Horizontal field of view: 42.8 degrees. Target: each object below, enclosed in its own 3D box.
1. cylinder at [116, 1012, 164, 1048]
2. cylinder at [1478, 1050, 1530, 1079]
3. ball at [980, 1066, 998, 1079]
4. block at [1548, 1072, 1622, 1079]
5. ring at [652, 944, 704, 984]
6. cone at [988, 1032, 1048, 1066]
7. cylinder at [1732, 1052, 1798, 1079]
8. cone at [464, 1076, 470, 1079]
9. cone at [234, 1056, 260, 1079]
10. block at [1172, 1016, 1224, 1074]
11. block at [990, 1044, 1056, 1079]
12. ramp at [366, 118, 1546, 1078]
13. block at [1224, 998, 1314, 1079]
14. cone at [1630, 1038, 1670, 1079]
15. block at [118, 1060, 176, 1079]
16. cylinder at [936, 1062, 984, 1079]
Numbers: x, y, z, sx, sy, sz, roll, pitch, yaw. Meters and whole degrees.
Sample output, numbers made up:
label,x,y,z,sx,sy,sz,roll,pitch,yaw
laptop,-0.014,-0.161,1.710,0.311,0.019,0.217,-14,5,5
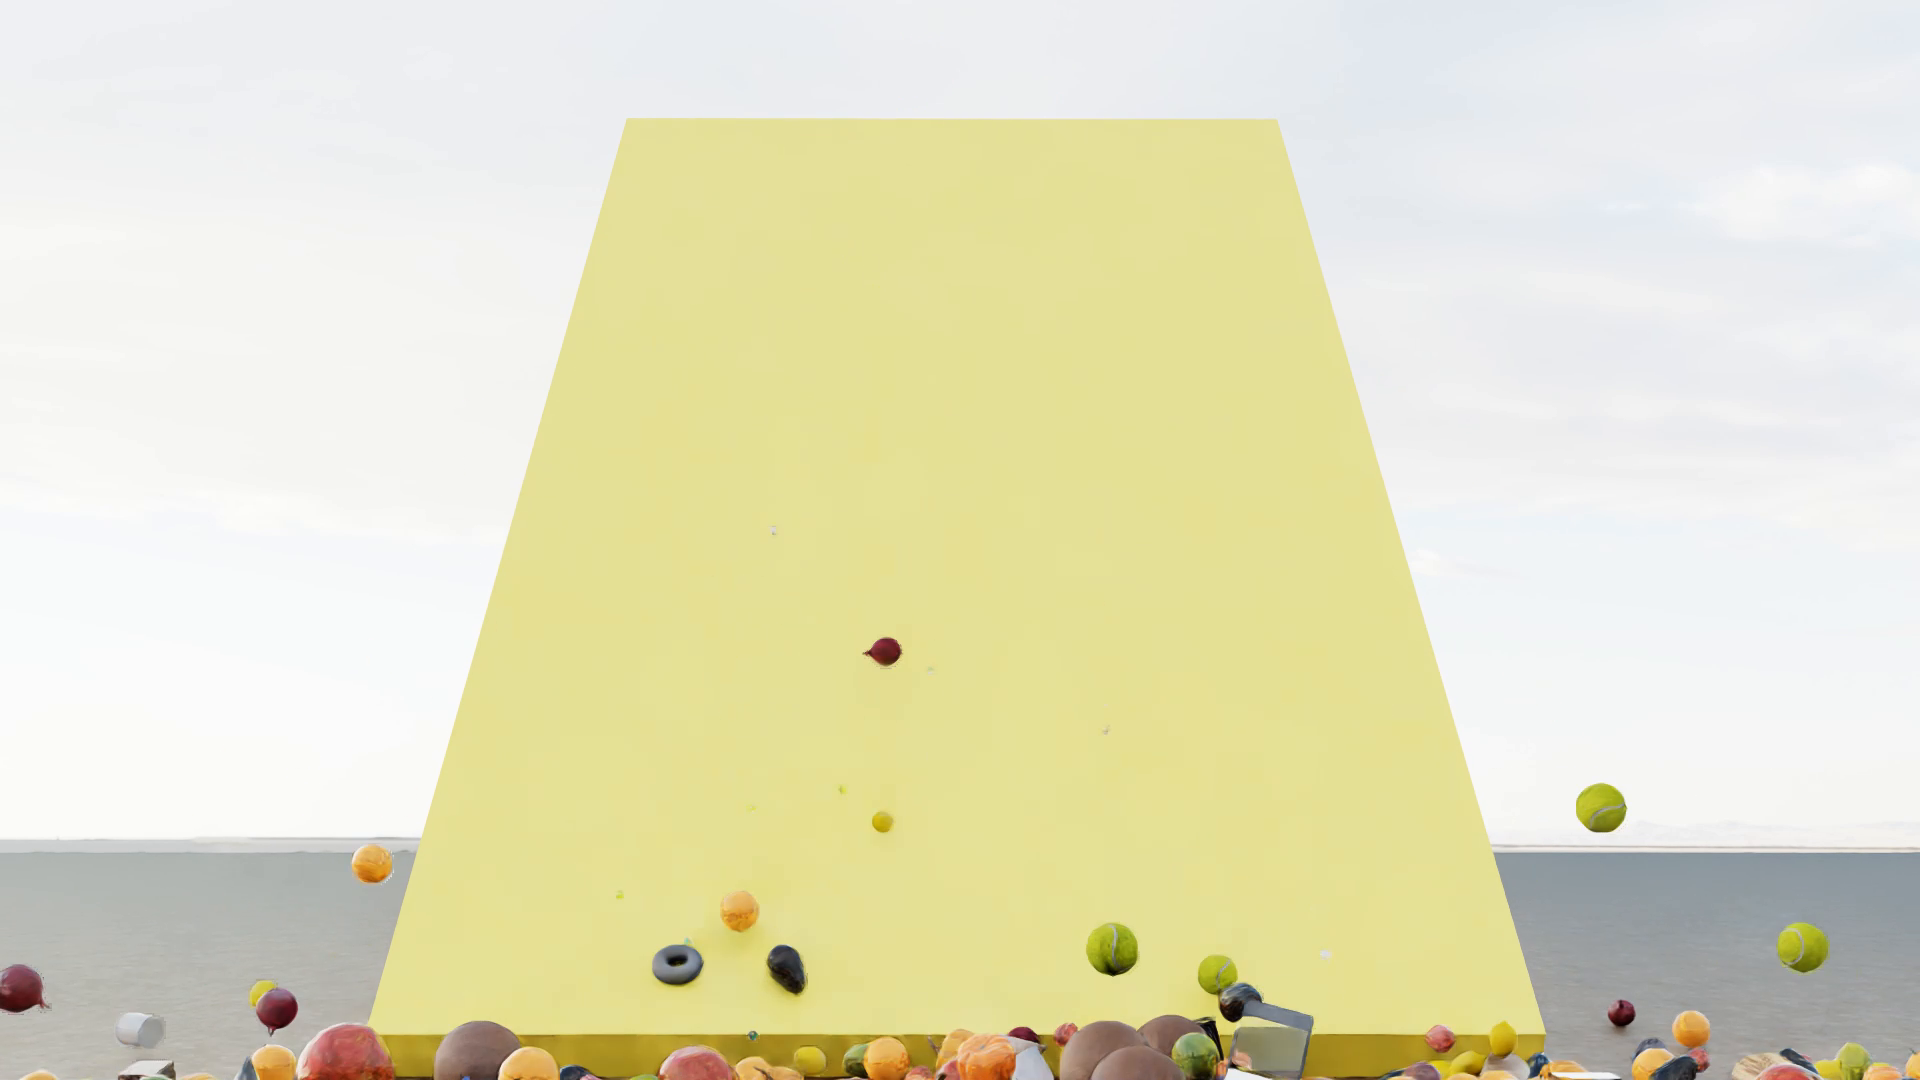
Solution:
label,x,y,z,sx,sy,sz,roll,pitch,yaw
cylinder,-1.596,0.954,4.767,0.063,0.063,0.063,-2,-7,31
cylinder,0.806,0.806,3.645,0.065,0.065,0.065,10,31,-6
ball,0.052,0.834,3.741,0.060,0.060,0.060,0,-7,0
block,0.856,0.774,3.352,0.082,0.082,0.082,0,-7,3
ring,-0.493,0.740,4.270,0.091,0.030,0.091,0,31,0
cone,0.104,0.815,3.892,0.087,0.087,0.087,-20,-15,23
cylinder,1.082,0.747,3.282,0.083,0.083,0.083,-12,31,7
cone,-0.675,0.785,3.341,0.077,0.077,0.077,-42,0,0
cone,-1.054,0.805,3.622,0.087,0.087,0.087,0,-7,0
block,0.382,0.809,3.932,0.071,0.071,0.071,-13,-6,4
block,0.093,0.792,3.619,0.058,0.058,0.058,-22,-17,-34
ramp,-0.015,-0.187,5.866,2.000,0.100,4.000,0,32,0
block,0.417,0.691,3.311,0.095,0.095,0.095,14,-30,6
cone,1.167,0.887,4.195,0.068,0.068,0.068,2,-10,-18
block,-1.209,0.814,3.647,0.059,0.059,0.059,-4,7,10
cylinder,-0.005,0.782,3.460,0.073,0.073,0.073,1,-26,-10
